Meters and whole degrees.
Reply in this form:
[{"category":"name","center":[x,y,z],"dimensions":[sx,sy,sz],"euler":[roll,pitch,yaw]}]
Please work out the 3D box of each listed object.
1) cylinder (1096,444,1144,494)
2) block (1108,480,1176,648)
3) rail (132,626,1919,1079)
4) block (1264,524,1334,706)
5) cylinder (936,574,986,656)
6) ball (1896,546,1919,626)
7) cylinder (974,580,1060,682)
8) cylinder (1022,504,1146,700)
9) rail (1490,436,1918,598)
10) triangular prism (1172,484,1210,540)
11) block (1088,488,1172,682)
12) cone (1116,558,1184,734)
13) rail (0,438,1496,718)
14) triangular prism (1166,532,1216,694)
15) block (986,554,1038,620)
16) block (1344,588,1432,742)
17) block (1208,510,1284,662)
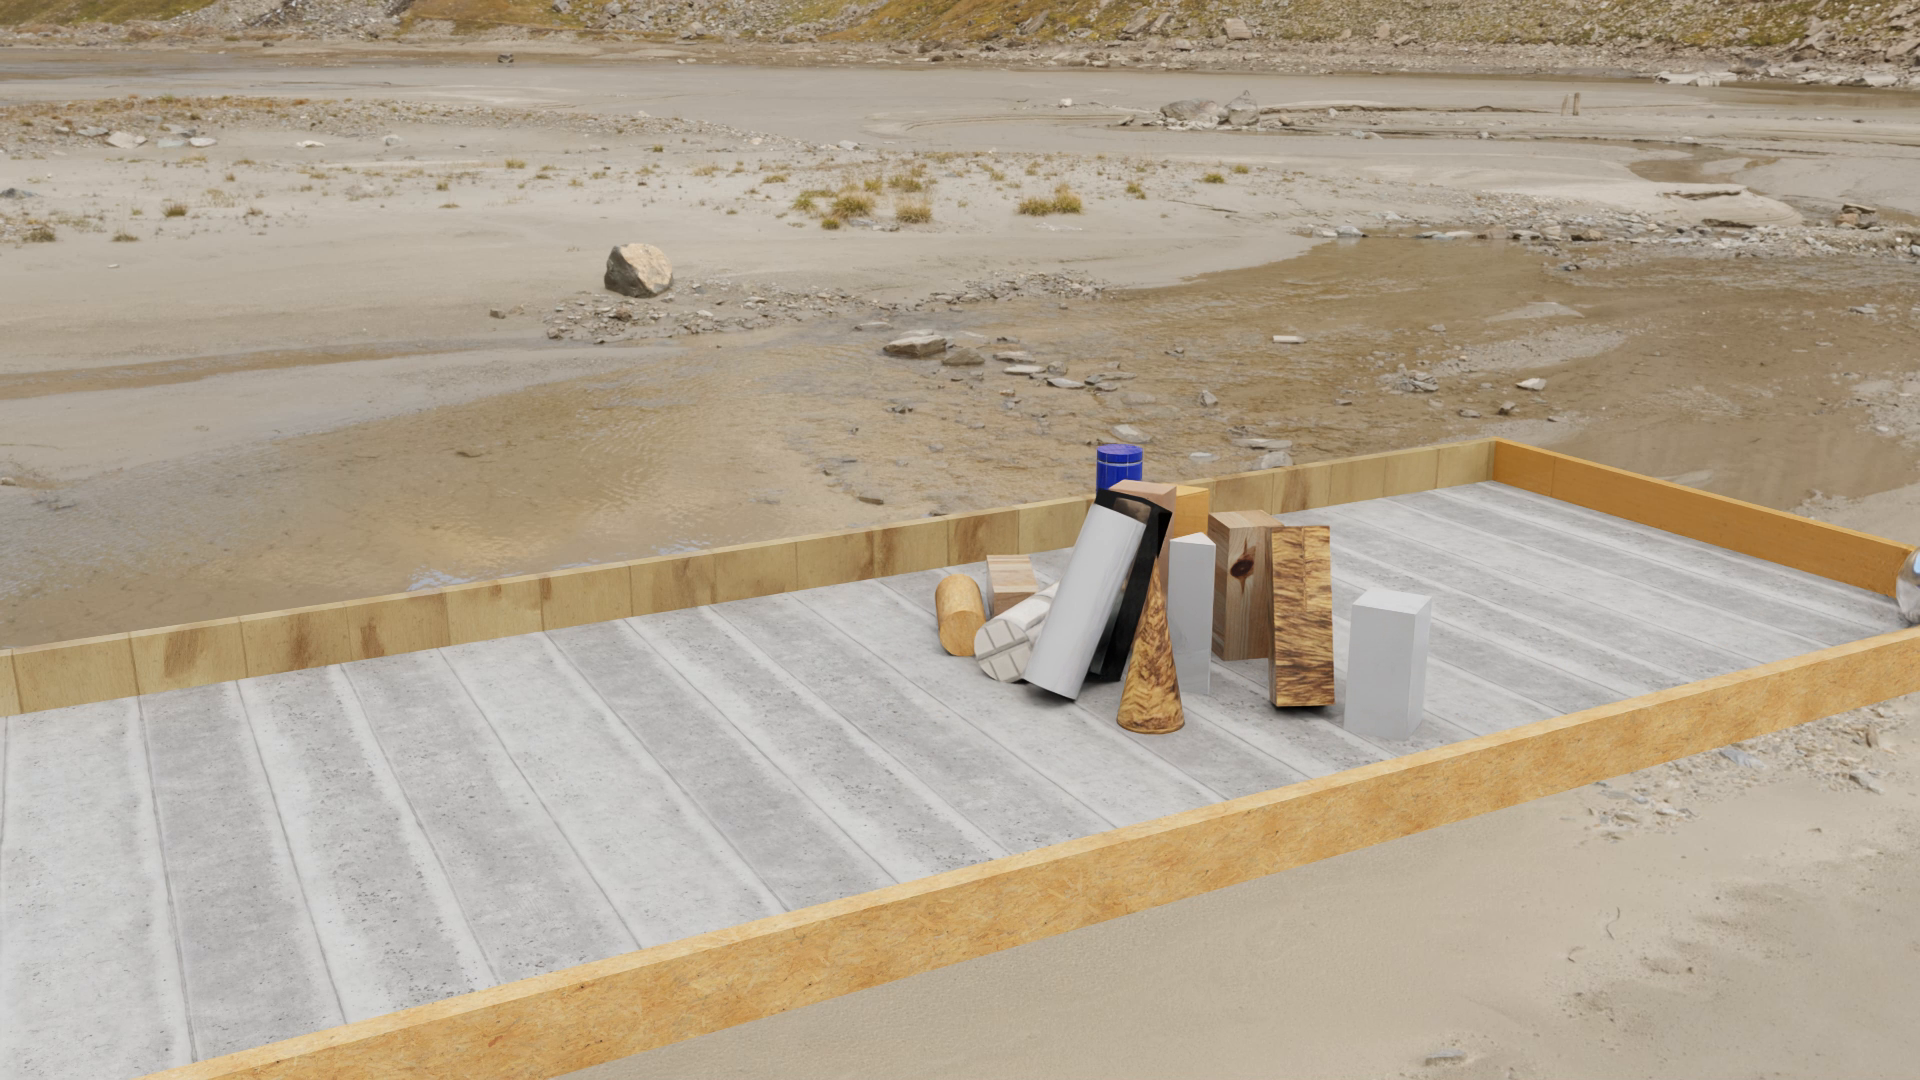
[{"category":"cylinder","center":[0.465,-0.067,4.852],"dimensions":[0.134,0.411,0.134],"euler":[0,16,0]},{"category":"block","center":[0.470,0.065,4.366],"dimensions":[0.146,0.420,0.146],"euler":[7,14,20]},{"category":"rail","center":[-2.336,1.006,1.665],"dimensions":[12.000,0.150,0.050],"euler":[-9,18,-27]},{"category":"block","center":[0.812,0.178,3.952],"dimensions":[0.135,0.423,0.135],"euler":[-2,1,3]},{"category":"cylinder","center":[0.003,0.200,4.448],"dimensions":[0.128,0.128,0.314],"euler":[-1,16,-3]},{"category":"ball","center":[2.670,0.129,4.429],"dimensions":[0.274,0.274,0.274],"euler":[0,16,0]},{"category":"cylinder","center":[0.215,0.223,4.301],"dimensions":[0.166,0.166,0.436],"euler":[9,19,28]},{"category":"cylinder","center":[0.301,0.149,4.013],"dimensions":[0.144,0.456,0.144],"euler":[22,0,0]},{"category":"rail","center":[2.466,-0.048,5.253],"dimensions":[0.050,0.150,2.100],"euler":[-9,18,-27]},{"category":"triangular prism","center":[0.591,0.036,4.568],"dimensions":[0.135,0.373,0.117],"euler":[-11,21,-34]},{"category":"block","center":[0.376,0.112,4.153],"dimensions":[0.140,0.447,0.140],"euler":[15,-5,41]},{"category":"cone","center":[0.450,0.230,3.839],"dimensions":[0.162,0.413,0.162],"euler":[0,16,0]},{"category":"rail","center":[-3.305,0.497,3.399],"dimensions":[12.000,0.150,0.050],"euler":[-9,18,-27]},{"category":"triangular prism","center":[0.576,0.178,4.068],"dimensions":[0.113,0.384,0.097],"euler":[6,17,20]},{"category":"block","center":[0.145,0.150,4.628],"dimensions":[0.121,0.121,0.346],"euler":[-1,16,-3]},{"category":"block","center":[0.993,0.287,3.830],"dimensions":[0.145,0.309,0.145],"euler":[9,19,28]},{"category":"block","center":[0.740,0.118,4.317],"dimensions":[0.149,0.360,0.149],"euler":[-4,17,-12]}]
